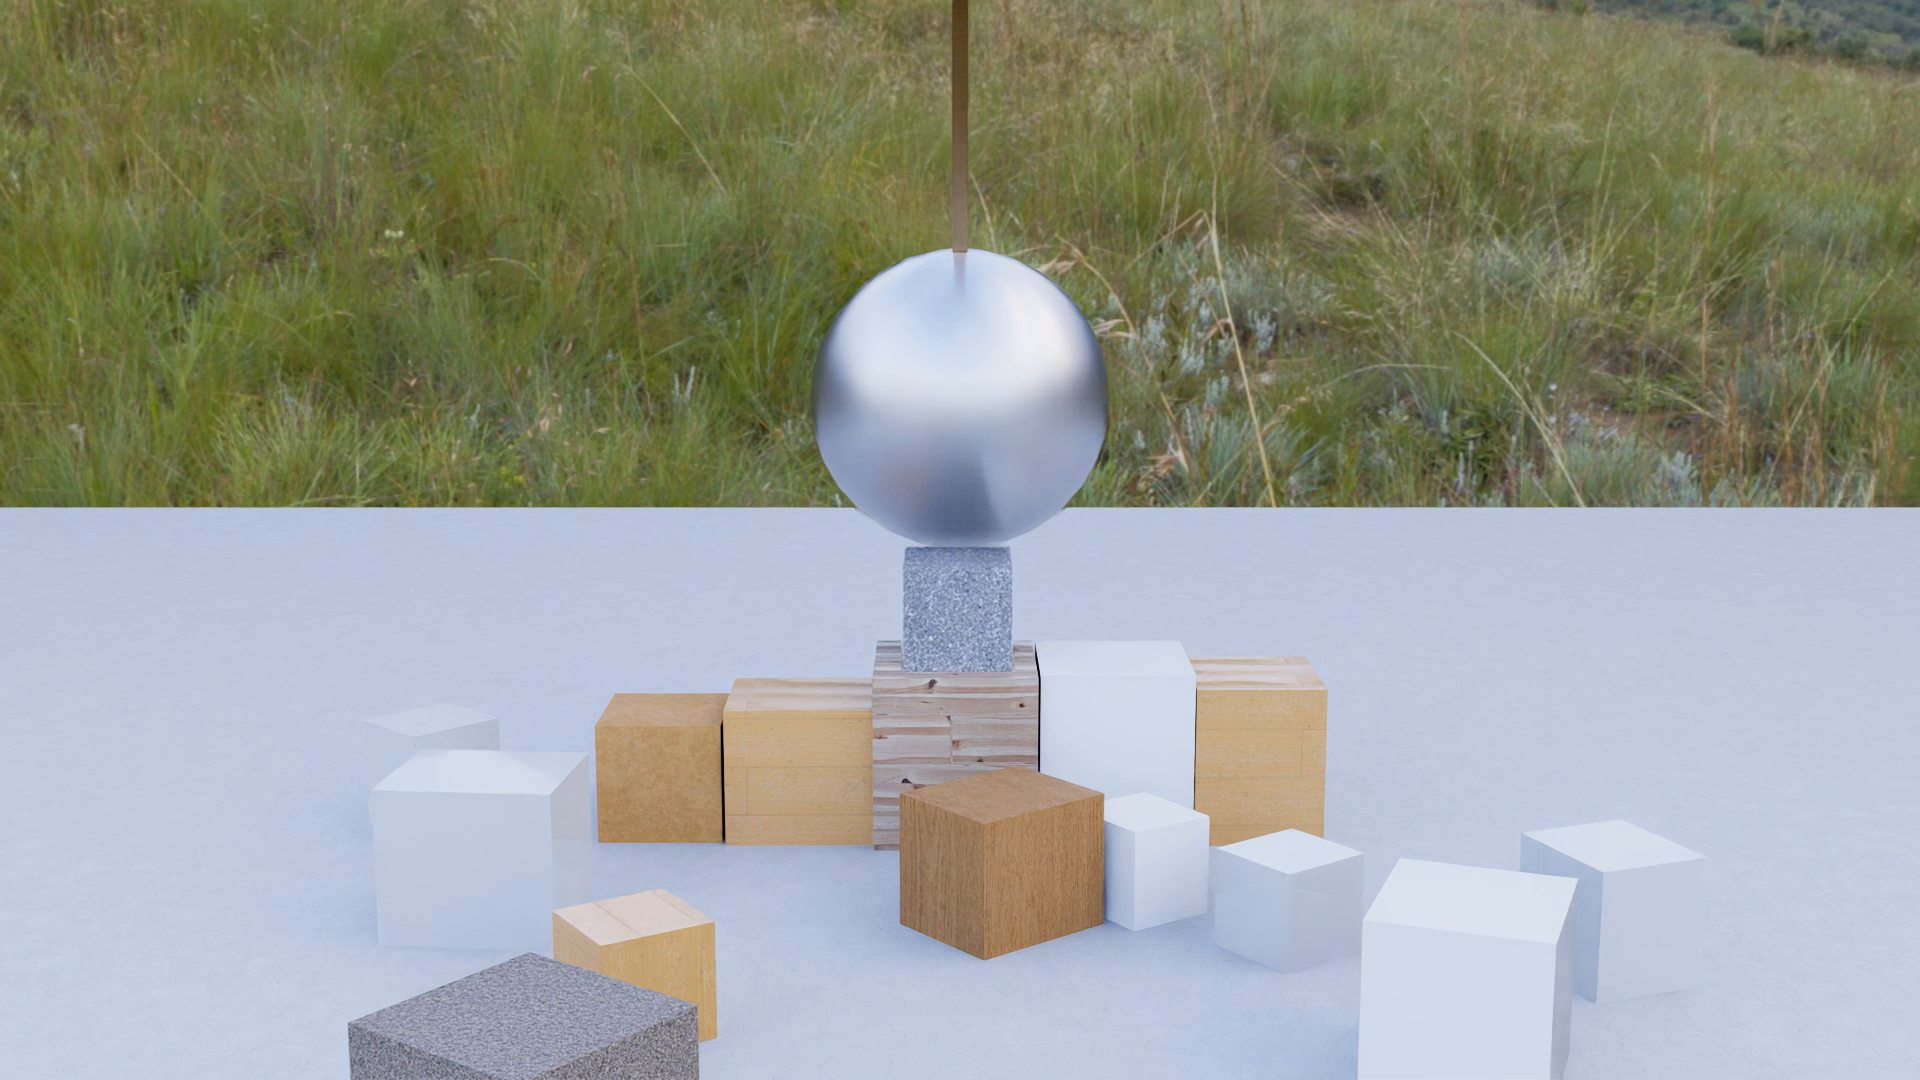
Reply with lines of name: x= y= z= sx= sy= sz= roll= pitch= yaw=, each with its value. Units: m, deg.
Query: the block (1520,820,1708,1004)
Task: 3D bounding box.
block: x=2.761 y=1.569 z=9.353 sx=0.525 sy=0.567 sz=0.560 roll=-4 pitch=11 yaw=-21

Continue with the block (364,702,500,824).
block: x=-2.734 y=1.199 z=11.424 sx=0.459 sy=0.553 sz=0.511 roll=10 pitch=14 yaw=43

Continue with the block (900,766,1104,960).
block: x=0.188 y=1.440 z=9.924 sx=0.705 sy=0.616 sz=0.591 roll=-8 pitch=13 yaw=-39

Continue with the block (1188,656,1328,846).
block: x=1.505 y=1.079 z=11.365 sx=0.651 sy=0.810 sz=0.717 roll=0 pitch=10 yaw=0

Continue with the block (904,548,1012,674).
block: x=-0.011 y=0.353 z=11.169 sx=0.539 sy=0.539 sz=0.559 roll=0 pitch=10 yaw=0

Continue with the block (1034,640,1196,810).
block: x=0.786 y=1.039 z=11.381 sx=0.771 sy=0.883 sz=0.774 roll=0 pitch=10 yaw=0

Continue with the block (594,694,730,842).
block: x=-1.517 y=1.174 z=11.410 sx=0.630 sy=0.608 sz=0.671 roll=0 pitch=10 yaw=0

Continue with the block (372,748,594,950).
block: x=-2.143 y=1.388 z=9.946 sx=0.795 sy=0.711 sz=0.665 roll=1 pitch=10 yaw=5

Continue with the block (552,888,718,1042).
block: x=-1.293 y=1.724 z=8.730 sx=0.485 sy=0.485 sz=0.470 roll=-7 pitch=12 yaw=-33

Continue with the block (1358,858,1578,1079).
block: x=1.920 y=1.690 z=8.281 sx=0.683 sy=0.711 sz=0.750 roll=4 pitch=11 yaw=21

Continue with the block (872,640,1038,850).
block: x=-0.026 y=1.044 z=11.353 sx=0.821 sy=0.885 sz=0.846 roll=0 pitch=10 yaw=0

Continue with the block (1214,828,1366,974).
block: x=1.446 y=1.576 z=9.653 sx=0.469 sy=0.444 sz=0.442 roll=-8 pitch=13 yaw=-37

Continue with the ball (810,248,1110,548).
ball: x=0.000 y=-0.749 z=11.743 sx=1.600 sy=1.600 sz=1.600 roll=0 pitch=10 yaw=0

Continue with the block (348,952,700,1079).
block: x=-1.389 y=1.884 z=7.080 sx=0.787 sy=0.760 sz=0.766 roll=8 pitch=13 yaw=36

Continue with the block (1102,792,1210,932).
block: x=0.831 y=1.477 z=10.153 sx=0.432 sy=0.462 sz=0.463 roll=-7 pitch=12 yaw=-34

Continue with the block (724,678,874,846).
block: x=-0.811 y=1.135 z=11.371 sx=0.748 sy=0.698 sz=0.690 roll=0 pitch=10 yaw=-1

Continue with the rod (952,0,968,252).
rod: x=0.000 y=-4.003 z=10.755 sx=0.080 sy=5.200 sz=0.080 roll=0 pitch=17 yaw=0
